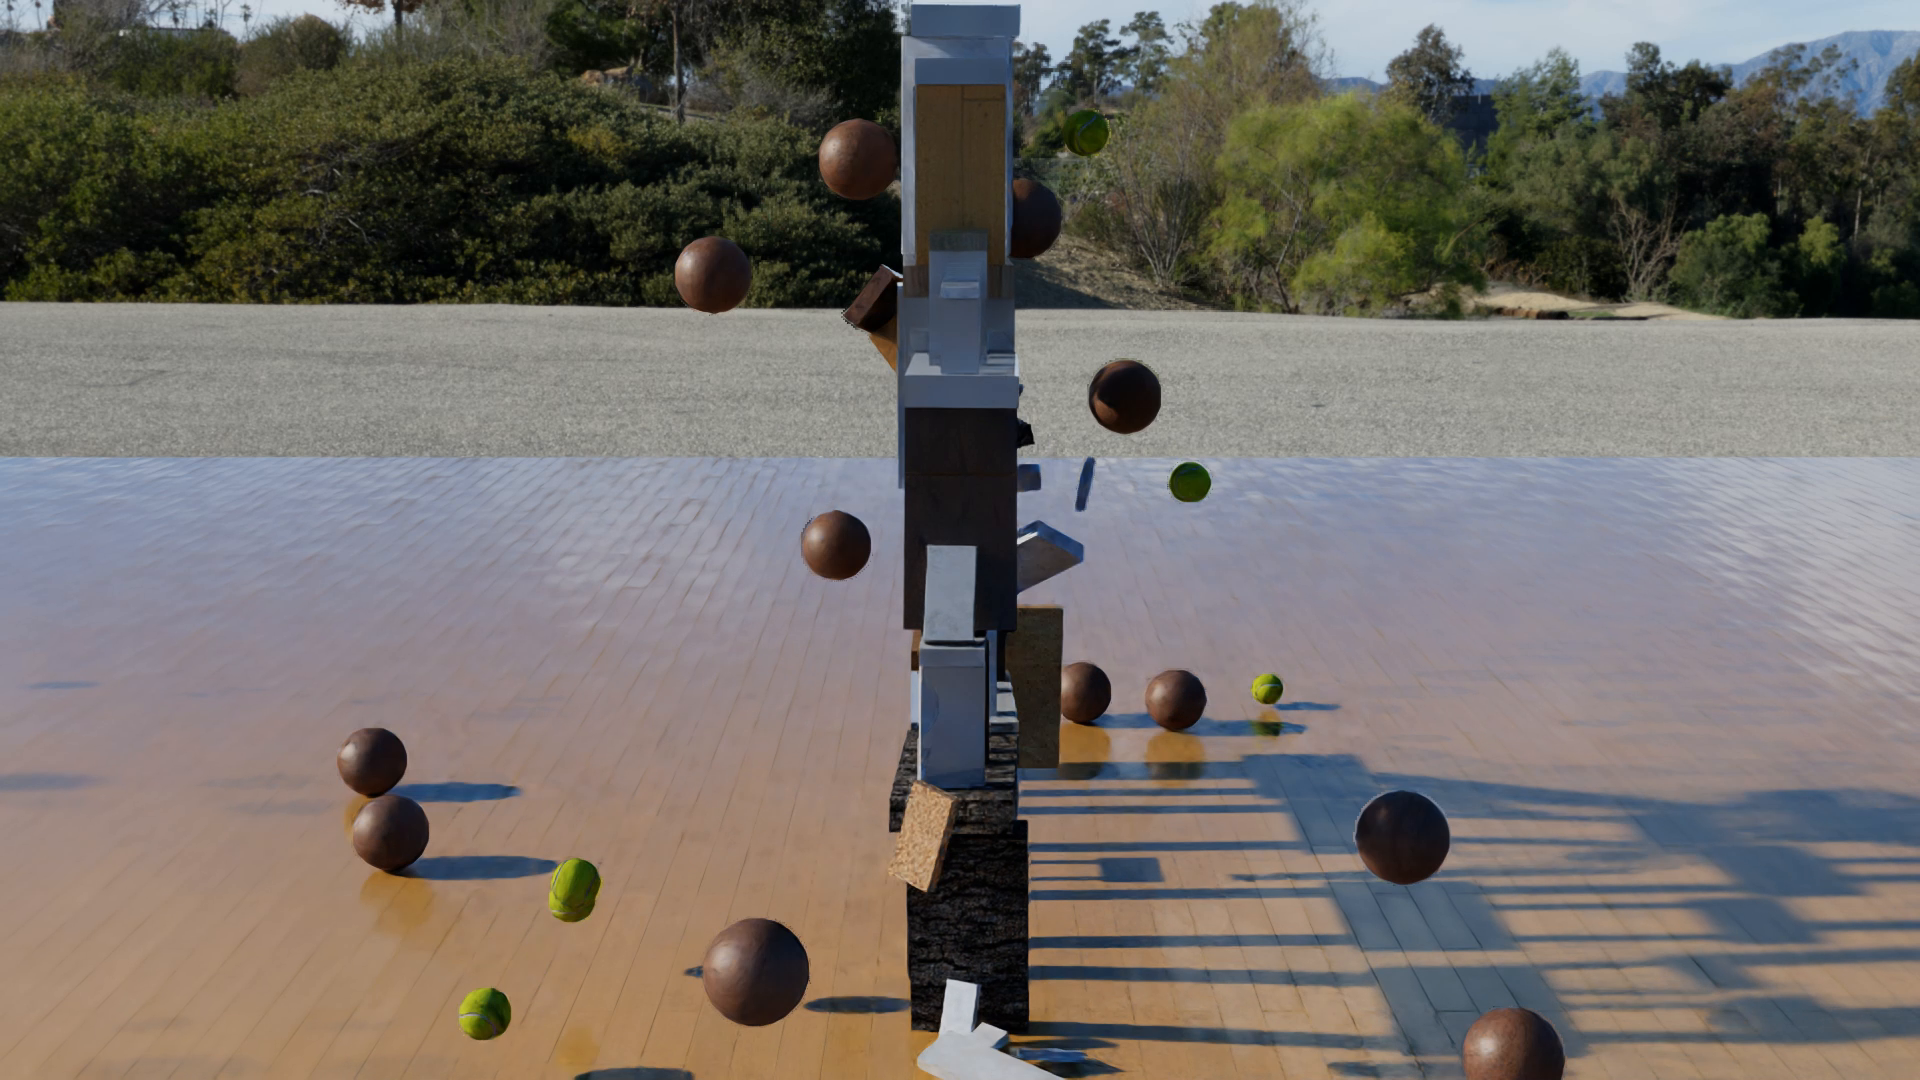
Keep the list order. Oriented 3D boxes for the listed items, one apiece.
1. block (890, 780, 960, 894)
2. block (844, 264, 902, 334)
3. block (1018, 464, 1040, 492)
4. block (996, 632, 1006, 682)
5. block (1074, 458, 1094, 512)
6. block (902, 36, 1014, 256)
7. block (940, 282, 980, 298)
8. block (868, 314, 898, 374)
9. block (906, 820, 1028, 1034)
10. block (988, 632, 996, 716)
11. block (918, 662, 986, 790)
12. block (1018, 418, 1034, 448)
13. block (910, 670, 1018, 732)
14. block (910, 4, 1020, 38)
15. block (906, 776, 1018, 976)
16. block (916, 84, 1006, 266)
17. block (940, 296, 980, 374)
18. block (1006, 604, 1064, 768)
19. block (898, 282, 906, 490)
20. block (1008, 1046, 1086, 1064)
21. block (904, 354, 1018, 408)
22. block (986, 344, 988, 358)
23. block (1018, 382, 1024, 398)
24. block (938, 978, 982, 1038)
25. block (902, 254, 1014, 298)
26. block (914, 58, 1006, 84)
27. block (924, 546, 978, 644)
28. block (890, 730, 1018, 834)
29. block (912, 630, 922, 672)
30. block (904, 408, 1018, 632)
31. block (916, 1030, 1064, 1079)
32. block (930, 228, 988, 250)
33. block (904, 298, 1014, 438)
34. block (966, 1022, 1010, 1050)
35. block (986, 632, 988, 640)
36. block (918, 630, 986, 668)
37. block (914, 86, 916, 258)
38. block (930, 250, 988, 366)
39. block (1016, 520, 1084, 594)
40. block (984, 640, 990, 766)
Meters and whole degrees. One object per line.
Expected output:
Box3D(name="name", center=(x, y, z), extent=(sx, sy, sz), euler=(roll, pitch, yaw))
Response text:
Box3D(name="block", center=(-0.047, 0.391, 2.900), extent=(0.066, 0.132, 0.019), euler=(23, 15, 33))
Box3D(name="block", center=(-0.117, -0.414, 3.905), extent=(0.032, 0.112, 0.224), euler=(41, 10, 19))
Box3D(name="block", center=(0.085, -0.107, 3.824), extent=(0.111, 0.055, 0.016), euler=(-1, 55, 3))
Box3D(name="block", center=(0.007, 0.092, 3.568), extent=(0.135, 0.271, 0.038), euler=(0, 10, 3))
Box3D(name="block", center=(0.220, -0.099, 3.874), extent=(0.016, 0.055, 0.111), euler=(10, 26, 6))
Box3D(name="block", center=(-0.004, -0.619, 3.465), extent=(0.169, 0.337, 0.048), euler=(2, 10, 10))
Box3D(name="block", center=(0.000, -0.340, 2.991), extent=(0.052, 0.015, 0.103), euler=(0, 10, 1))
Box3D(name="block", center=(-0.035, -0.283, 3.836), extent=(0.112, 0.270, 0.032), euler=(-38, -13, 6))
Box3D(name="block", center=(0.012, 0.538, 3.052), extent=(0.164, 0.328, 0.046), euler=(1, 26, 4))
Box3D(name="block", center=(0.002, 0.161, 3.351), extent=(0.108, 0.215, 0.030), euler=(0, 11, 0))
Box3D(name="block", center=(-0.011, 0.249, 2.973), extent=(0.087, 0.175, 0.025), euler=(-2, 14, -11))
Box3D(name="block", center=(0.055, -0.186, 3.955), extent=(0.120, 0.034, 0.239), euler=(-15, 9, -4))
Box3D(name="block", center=(0.004, 0.269, 3.486), extent=(0.163, 0.046, 0.326), euler=(0, 11, -1))
Box3D(name="block", center=(0.006, -0.835, 3.554), extent=(0.169, 0.048, 0.338), euler=(0, 12, -1))
Box3D(name="block", center=(0.003, 0.496, 3.270), extent=(0.164, 0.328, 0.046), euler=(0, 21, 0))
Box3D(name="block", center=(0.001, -0.534, 3.222), extent=(0.130, 0.259, 0.037), euler=(0, 9, -1))
Box3D(name="block", center=(0.000, -0.276, 2.974), extent=(0.052, 0.103, 0.015), euler=(1, 18, 2))
Box3D(name="block", center=(0.100, 0.245, 3.682), extent=(0.135, 0.272, 0.038), euler=(1, 8, -4))
Box3D(name="block", center=(-0.018, -0.248, 3.546), extent=(0.164, 0.329, 0.047), euler=(0, 12, -1))
Box3D(name="block", center=(0.118, 0.697, 2.978), extent=(0.095, 0.013, 0.047), euler=(7, -9, -13))
Box3D(name="block", center=(0.006, -0.228, 3.121), extent=(0.153, 0.043, 0.307), euler=(1, 10, 1))
Box3D(name="block", center=(0.000, -0.346, 3.190), extent=(0.081, 0.161, 0.023), euler=(1, 15, 1))
Box3D(name="block", center=(-0.008, -0.297, 3.917), extent=(0.224, 0.032, 0.112), euler=(35, 46, 7))
Box3D(name="block", center=(-0.001, 0.659, 3.043), extent=(0.047, 0.095, 0.013), euler=(5, -7, 26))
Box3D(name="block", center=(-0.006, -0.411, 3.396), extent=(0.164, 0.047, 0.329), euler=(0, 11, -1))
Box3D(name="block", center=(-0.002, -0.696, 3.281), extent=(0.130, 0.037, 0.259), euler=(0, 11, -1))
Box3D(name="block", center=(-0.013, 0.073, 2.957), extent=(0.066, 0.132, 0.019), euler=(1, -17, 4))
Box3D(name="block", center=(-0.004, 0.338, 3.097), extent=(0.164, 0.046, 0.328), euler=(1, 11, 3))
Box3D(name="block", center=(-0.002, 0.184, 3.948), extent=(0.162, 0.046, 0.325), euler=(0, 11, 0))
Box3D(name="block", center=(0.001, -0.030, 3.013), extent=(0.153, 0.307, 0.043), euler=(0, -4, 0))
Box3D(name="block", center=(0.184, 0.730, 2.745), extent=(0.598, 0.019, 0.066), euler=(13, 34, 41))
Box3D(name="block", center=(0.000, -0.426, 3.115), extent=(0.081, 0.023, 0.161), euler=(0, 10, 1))
Box3D(name="block", center=(-0.001, -0.175, 3.330), extent=(0.164, 0.392, 0.047), euler=(0, 11, -1))
Box3D(name="block", center=(0.019, 0.686, 2.954), extent=(0.047, 0.013, 0.095), euler=(9, 30, 42))
Box3D(name="block", center=(0.004, 0.135, 3.194), extent=(0.070, 0.020, 0.140), euler=(0, 2, 0))
Box3D(name="block", center=(-0.008, 0.141, 3.008), extent=(0.087, 0.025, 0.175), euler=(1, 11, 2))
Box3D(name="block", center=(-0.006, -0.566, 3.393), extent=(0.130, 0.259, 0.037), euler=(0, 9, -2))
Box3D(name="block", center=(-0.002, -0.326, 3.085), extent=(0.081, 0.161, 0.023), euler=(1, 15, 1))
Box3D(name="block", center=(0.103, 0.044, 4.092), extent=(0.120, 0.034, 0.239), euler=(28, -40, -34))
Box3D(name="block", center=(-0.003, 0.228, 3.082), extent=(0.087, 0.175, 0.025), euler=(0, 10, -1))
